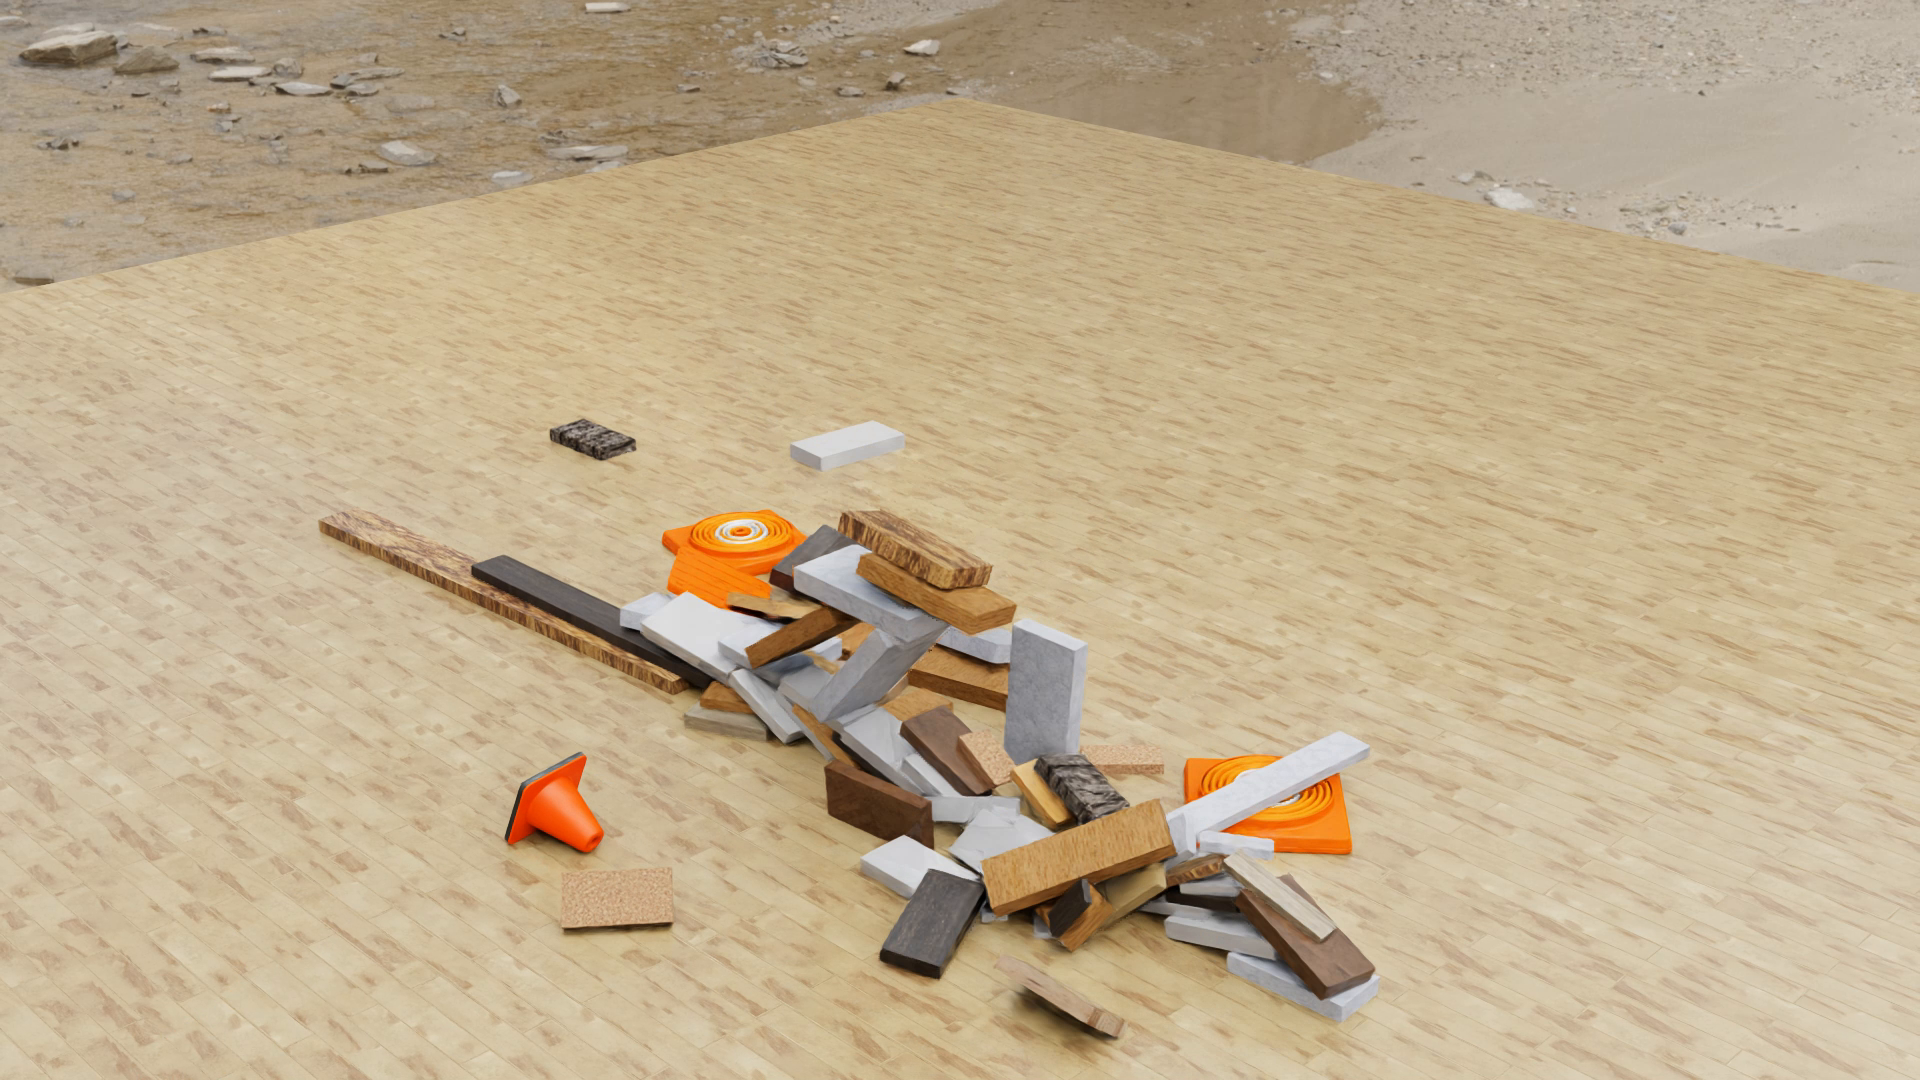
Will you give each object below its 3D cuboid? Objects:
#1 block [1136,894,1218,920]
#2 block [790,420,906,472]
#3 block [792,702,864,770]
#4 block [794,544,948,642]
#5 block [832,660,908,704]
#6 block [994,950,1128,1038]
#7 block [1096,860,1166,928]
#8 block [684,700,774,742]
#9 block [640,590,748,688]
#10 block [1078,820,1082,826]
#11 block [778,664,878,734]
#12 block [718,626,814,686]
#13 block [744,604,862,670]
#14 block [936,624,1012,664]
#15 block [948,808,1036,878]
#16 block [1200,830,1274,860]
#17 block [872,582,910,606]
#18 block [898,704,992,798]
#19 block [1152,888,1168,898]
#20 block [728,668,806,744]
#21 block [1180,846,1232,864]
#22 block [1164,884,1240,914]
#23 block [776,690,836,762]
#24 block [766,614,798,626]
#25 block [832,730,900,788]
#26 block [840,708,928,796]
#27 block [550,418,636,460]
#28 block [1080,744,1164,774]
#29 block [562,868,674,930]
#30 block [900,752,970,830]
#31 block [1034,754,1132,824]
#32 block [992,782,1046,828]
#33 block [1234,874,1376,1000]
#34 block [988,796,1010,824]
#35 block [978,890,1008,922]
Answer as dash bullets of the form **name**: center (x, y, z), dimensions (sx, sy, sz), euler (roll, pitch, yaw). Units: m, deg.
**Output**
- **block**: center (0.409, 0.668, 4.076), dimensions (0.160, 0.023, 0.080), euler (0, 17, 44)
- **block**: center (-0.324, -0.273, 6.349), dimensions (0.301, 0.043, 0.151), euler (-18, 29, -36)
- **block**: center (-0.252, 0.403, 4.673), dimensions (0.102, 0.029, 0.204), euler (-22, 53, -38)
- **block**: center (-0.160, 0.103, 4.421), dimensions (0.169, 0.048, 0.338), euler (-22, 32, -40)
- **block**: center (-0.236, 0.318, 4.972), dimensions (0.214, 0.030, 0.107), euler (9, 25, 21)
- **block**: center (0.174, 0.783, 3.790), dimensions (0.225, 0.032, 0.113), euler (23, -8, 43)
- **block**: center (0.308, 0.638, 4.037), dimensions (0.023, 0.162, 0.081), euler (29, 38, -31)
- **block**: center (-0.491, 0.390, 4.802), dimensions (0.197, 0.028, 0.099), euler (9, 25, 19)
- **block**: center (-0.569, 0.221, 4.956), dimensions (0.286, 0.041, 0.143), euler (26, 48, 33)
- **block**: center (0.265, 0.569, 4.224), dimensions (0.072, 0.020, 0.144), euler (20, 38, -15)
- **block**: center (-0.280, 0.338, 4.676), dimensions (0.102, 0.029, 0.204), euler (-23, 41, -39)
- **block**: center (-0.426, 0.253, 4.818), dimensions (0.204, 0.029, 0.102), euler (25, 35, 38)
- **block**: center (-0.297, 0.182, 4.644), dimensions (0.169, 0.048, 0.337), euler (-19, -6, -40)
- **block**: center (0.032, 0.224, 5.078), dimensions (0.159, 0.045, 0.318), euler (3, 10, -43)
- **block**: center (0.070, 0.593, 4.197), dimensions (0.109, 0.031, 0.219), euler (-50, 27, -10)
- **block**: center (0.507, 0.559, 4.030), dimensions (0.134, 0.019, 0.067), euler (7, 10, 6)
- **block**: center (-0.123, 0.099, 4.296), dimensions (0.049, 0.014, 0.097), euler (-5, 28, -46)
- **block**: center (-0.004, 0.436, 4.466), dimensions (0.117, 0.033, 0.233), euler (-20, 50, -40)
- **block**: center (0.333, 0.644, 4.153), dimensions (0.160, 0.023, 0.080), euler (-2, 16, 44)
- **block**: center (-0.400, 0.351, 4.769), dimensions (0.102, 0.029, 0.204), euler (-18, 52, -43)
- **block**: center (0.481, 0.618, 4.284), dimensions (0.109, 0.015, 0.054), euler (2, 23, 4)
- **block**: center (0.463, 0.646, 4.020), dimensions (0.160, 0.023, 0.080), euler (0, 17, 44)
- **block**: center (-0.297, 0.382, 4.726), dimensions (0.102, 0.029, 0.204), euler (-18, 51, -36)
- **block**: center (-0.414, 0.195, 5.210), dimensions (0.081, 0.023, 0.163), euler (-16, 14, -6)
- **block**: center (-0.161, 0.445, 4.588), dimensions (0.102, 0.029, 0.204), euler (-22, 44, -39)
- **block**: center (-0.122, 0.443, 4.539), dimensions (0.233, 0.033, 0.117), euler (35, 41, 28)
- **block**: center (-1.070, -0.293, 6.407), dimensions (0.246, 0.035, 0.123), euler (21, 31, 40)
- **block**: center (0.341, 0.464, 4.637), dimensions (0.170, 0.024, 0.085), euler (0, 23, -1)
- **block**: center (-0.634, 0.664, 4.074), dimensions (0.203, 0.101, 0.029), euler (-2, -18, -5)
- **block**: center (0.001, 0.502, 4.439), dimensions (0.117, 0.033, 0.233), euler (-21, 50, -40)
- **block**: center (0.252, 0.496, 4.252), dimensions (0.114, 0.032, 0.229), euler (3, 30, -39)
- **block**: center (0.140, 0.531, 4.331), dimensions (0.076, 0.021, 0.151), euler (-15, 41, -38)
- **block**: center (0.607, 0.697, 3.876), dimensions (0.120, 0.034, 0.240), euler (-12, 44, -35)
- **block**: center (0.105, 0.562, 4.351), dimensions (0.151, 0.021, 0.076), euler (37, 40, 28)
- **block**: center (0.058, 0.684, 4.130), dimensions (0.049, 0.014, 0.097), euler (-2, 23, -6)
